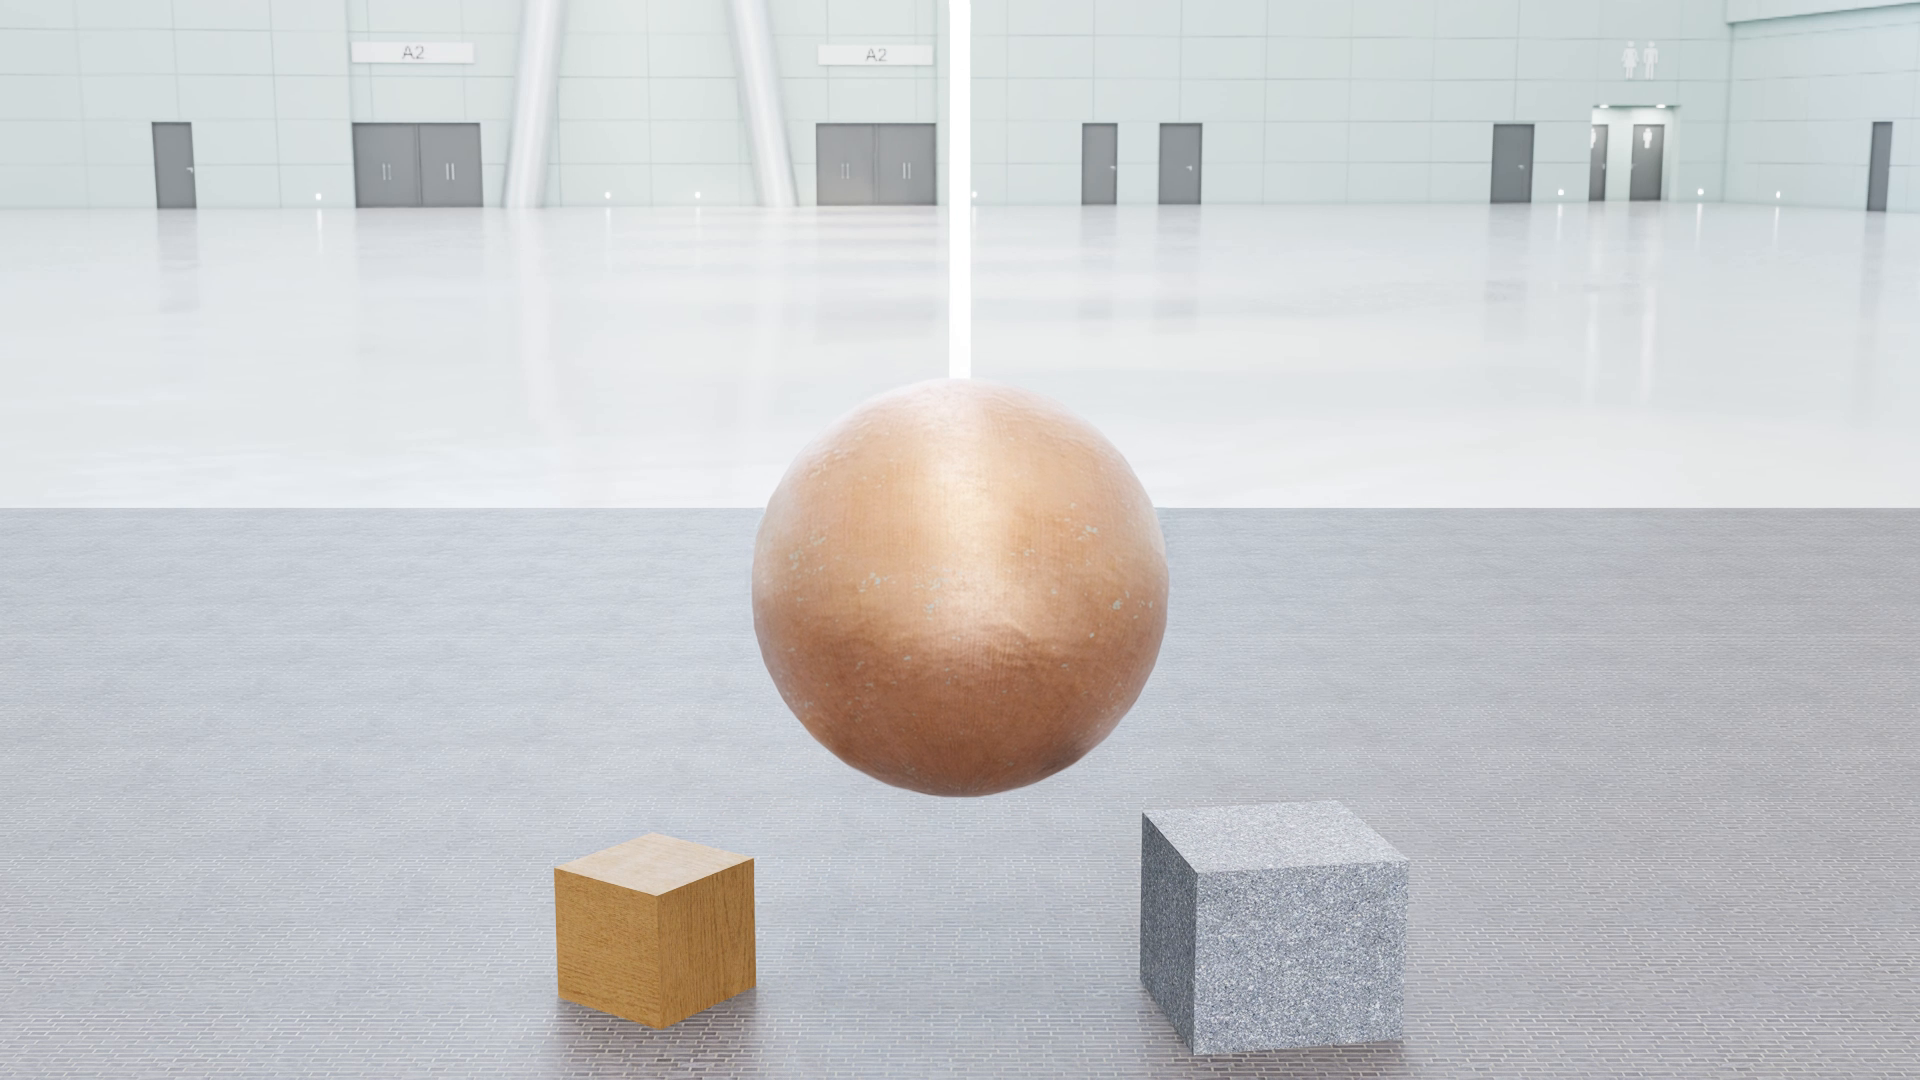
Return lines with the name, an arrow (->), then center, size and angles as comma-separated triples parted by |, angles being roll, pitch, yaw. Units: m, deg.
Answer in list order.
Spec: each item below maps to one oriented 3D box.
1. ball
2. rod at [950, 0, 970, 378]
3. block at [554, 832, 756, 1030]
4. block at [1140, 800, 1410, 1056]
ball -> 0.000, 0.178, 8.409 | 1.600, 1.600, 1.600 | 0, 10, 0
rod -> 0.000, -3.072, 9.407 | 0.080, 5.200, 0.080 | 0, -17, 0
block -> -1.262, 1.610, 9.137 | 0.580, 0.562, 0.579 | 7, 13, 35
block -> 1.257, 1.554, 8.949 | 0.858, 0.740, 0.808 | -2, 10, -10
